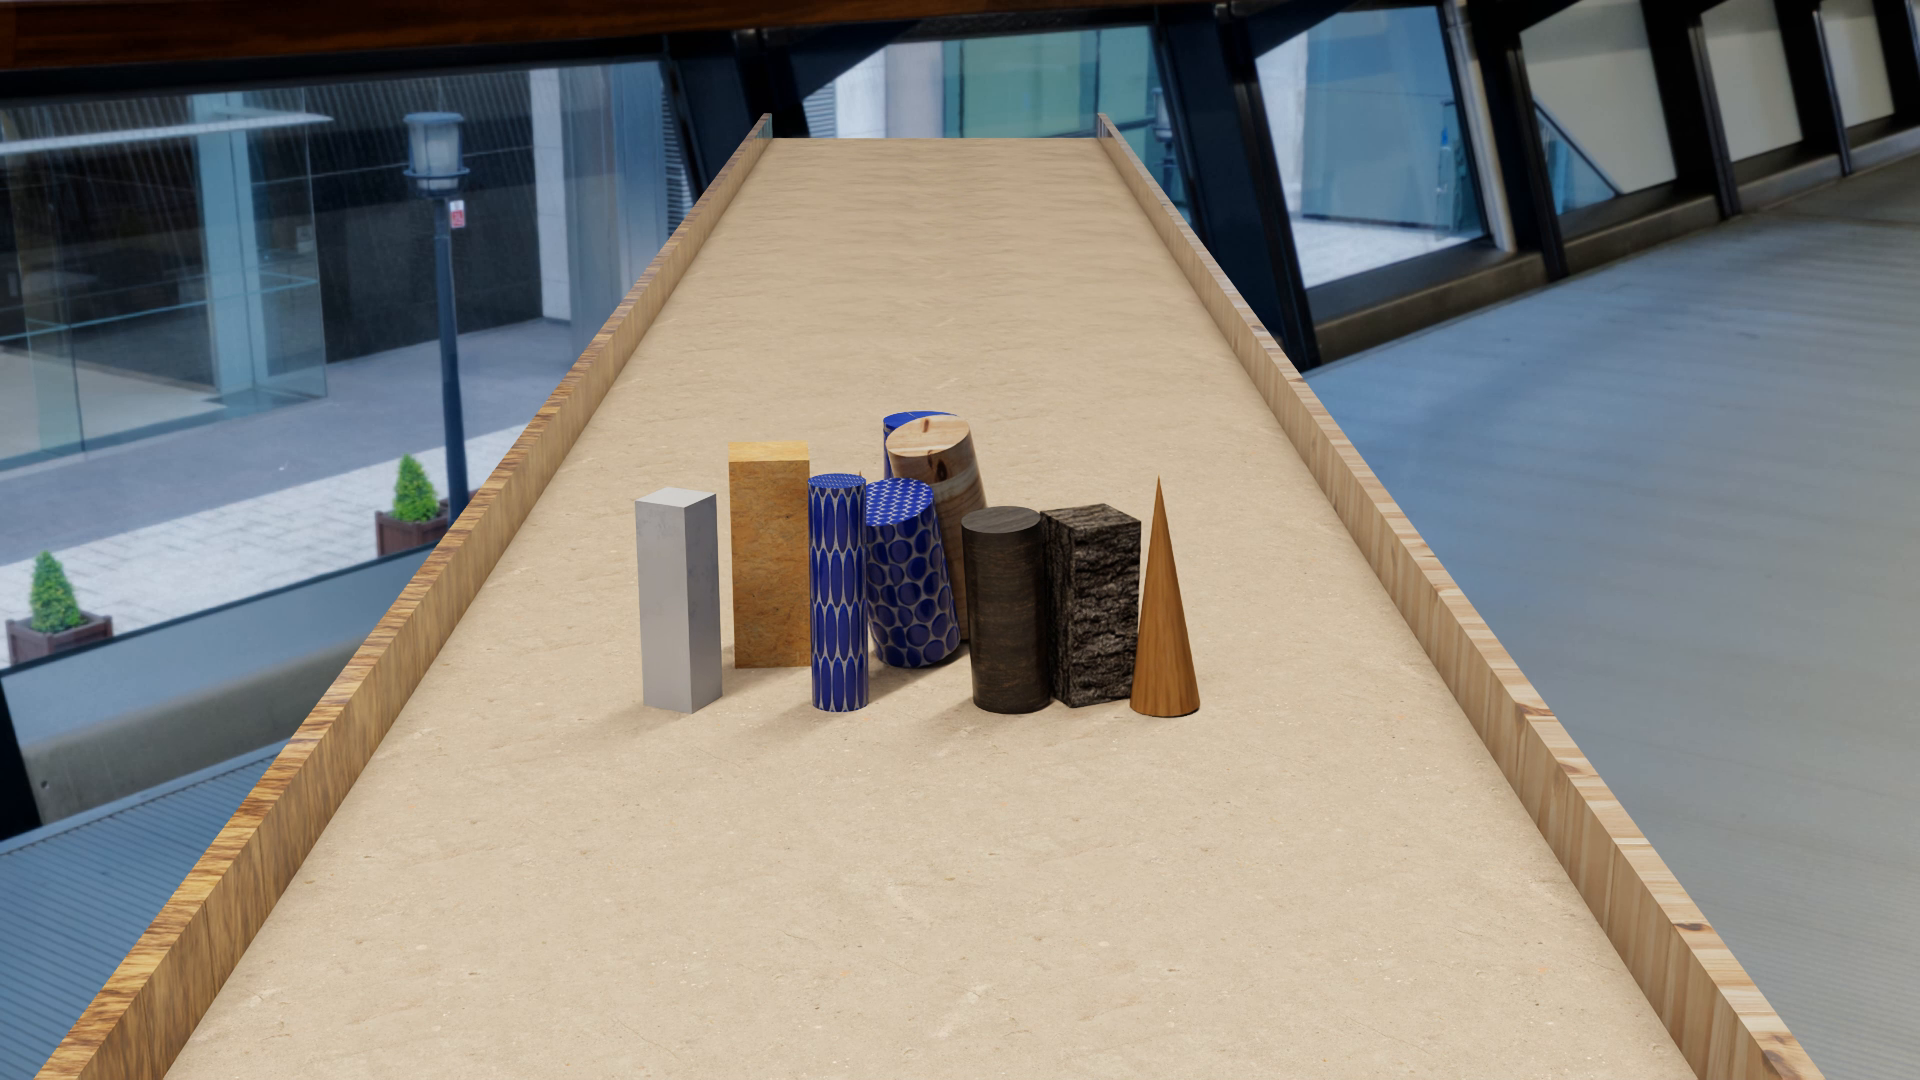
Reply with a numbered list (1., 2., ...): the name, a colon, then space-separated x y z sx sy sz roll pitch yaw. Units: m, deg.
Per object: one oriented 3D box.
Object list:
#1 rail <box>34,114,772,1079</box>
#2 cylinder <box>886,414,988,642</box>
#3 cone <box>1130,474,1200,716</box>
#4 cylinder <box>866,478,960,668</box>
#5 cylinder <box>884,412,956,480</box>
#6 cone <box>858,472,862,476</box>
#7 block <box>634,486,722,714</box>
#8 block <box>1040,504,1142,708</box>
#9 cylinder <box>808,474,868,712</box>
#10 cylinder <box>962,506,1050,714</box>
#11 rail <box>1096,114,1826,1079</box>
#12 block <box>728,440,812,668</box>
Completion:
1. rail: -1.118 -0.838 7.780 0.050 0.150 12.000 0 17 -1
2. cylinder: -0.020 -0.021 4.474 0.171 0.439 0.171 -10 29 6
3. cone: 0.377 0.093 4.106 0.134 0.454 0.134 -3 17 1
4. cylinder: -0.113 0.065 4.355 0.179 0.333 0.179 -8 31 5
5. cylinder: -0.081 -0.086 4.868 0.174 0.369 0.174 0 17 0
6. cone: -0.210 0.003 4.664 0.153 0.315 0.153 0 17 0
7. block: -0.528 0.113 4.139 0.108 0.403 0.108 8 18 25
8. block: 0.244 0.123 4.193 0.140 0.351 0.140 -7 18 -25
9. cylinder: -0.228 0.100 4.126 0.108 0.436 0.108 0 17 0
10. cylinder: 0.087 0.131 4.131 0.148 0.362 0.148 -3 20 1
11. rail: 0.932 -0.844 7.801 0.050 0.150 12.000 0 17 -1
12. block: -0.377 0.028 4.388 0.156 0.424 0.156 -2 17 -5
